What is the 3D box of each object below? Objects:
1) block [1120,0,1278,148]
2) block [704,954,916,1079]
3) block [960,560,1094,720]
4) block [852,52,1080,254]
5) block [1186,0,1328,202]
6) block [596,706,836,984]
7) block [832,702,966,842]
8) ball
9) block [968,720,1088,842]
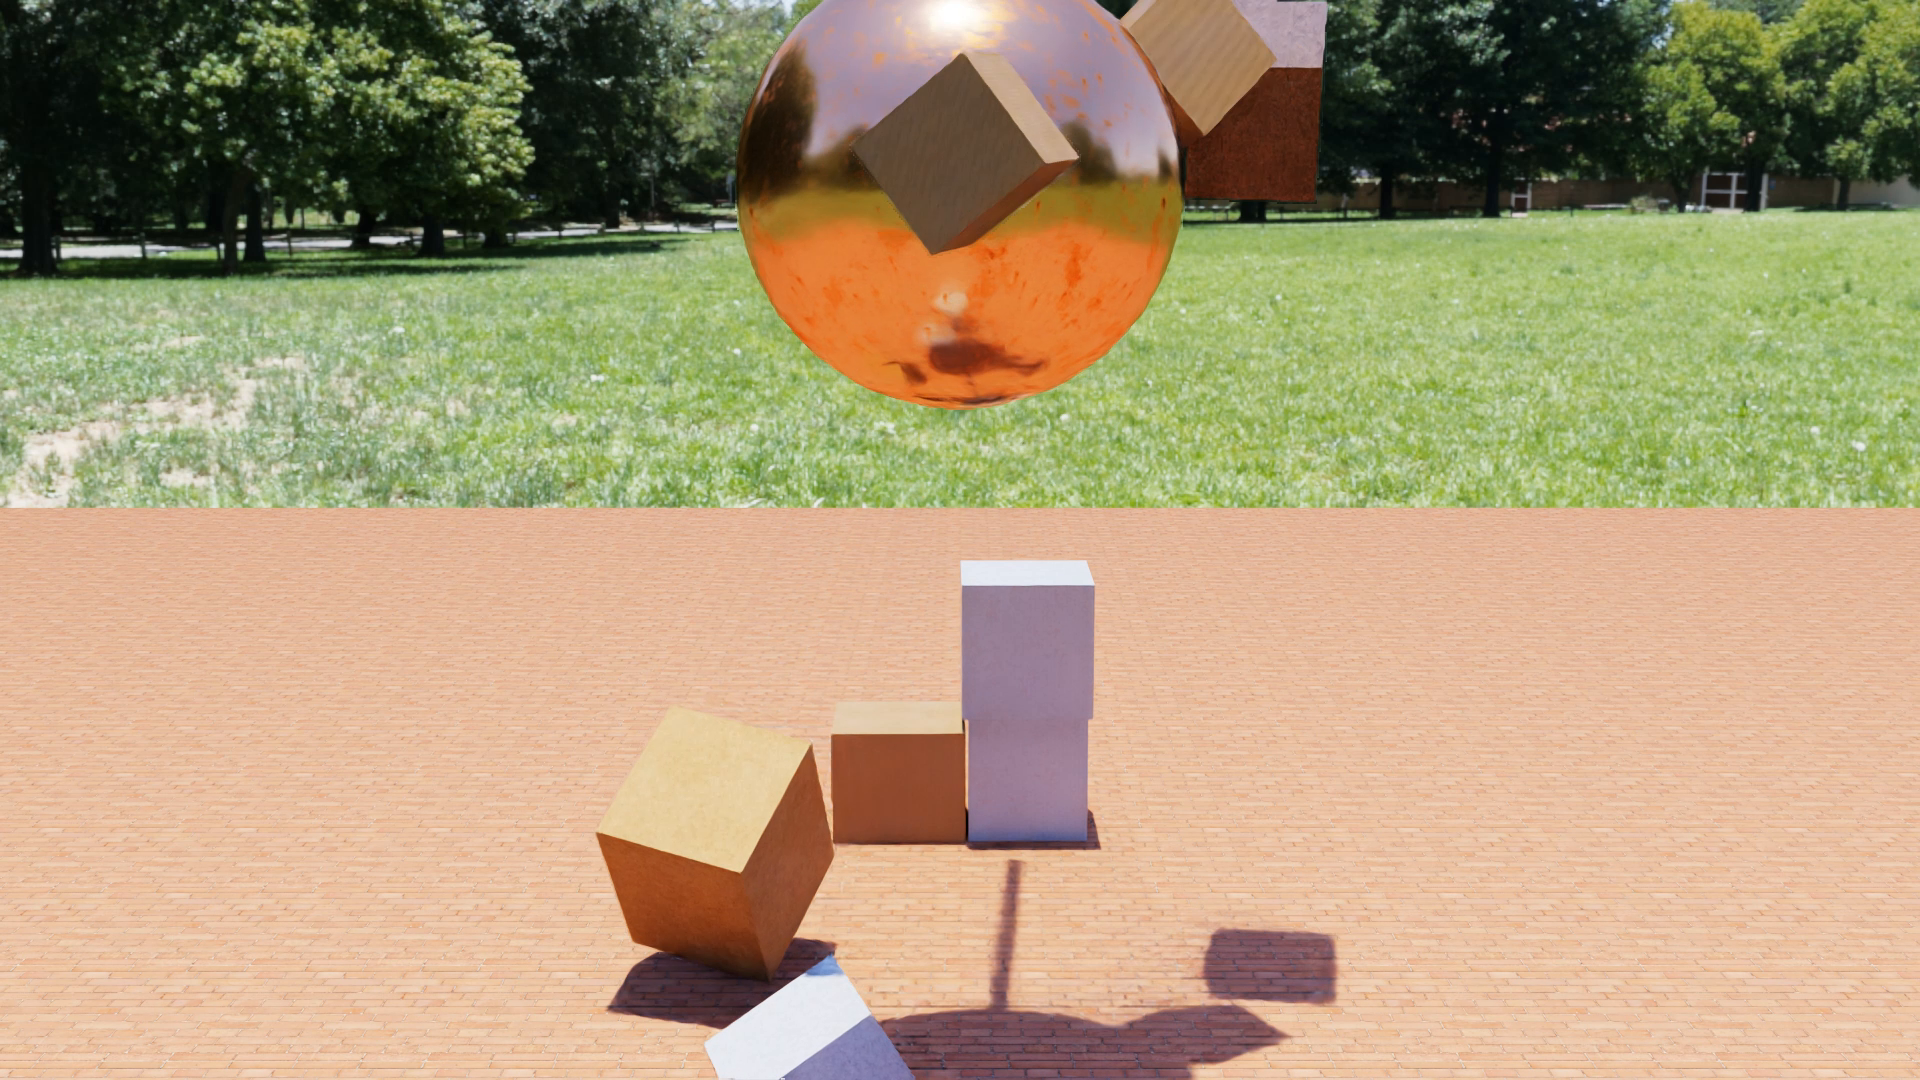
[{"bbox_3d":[0.803,-1.797,8.330,0.487,0.480,0.410,-48,14,-25],"label":"block"},{"bbox_3d":[-0.468,1.845,7.476,0.535,0.488,0.559,-34,18,-9],"label":"block"},{"bbox_3d":[0.335,0.503,11.249,0.658,0.686,0.644,0,10,-1],"label":"block"},{"bbox_3d":[0.023,-1.165,6.603,0.436,0.400,0.449,-37,0,20],"label":"block"},{"bbox_3d":[1.226,-1.823,9.089,0.524,0.591,0.627,4,38,9],"label":"block"},{"bbox_3d":[-1.013,1.285,9.298,0.655,0.806,0.690,13,49,18],"label":"block"},{"bbox_3d":[-0.312,1.195,11.399,0.674,0.570,0.641,0,10,-1],"label":"block"},{"bbox_3d":[0.000,-1.269,7.857,1.600,1.600,1.600,0,10,0],"label":"ball"},{"bbox_3d":[0.344,1.157,11.387,0.601,0.650,0.575,0,10,0],"label":"block"}]
